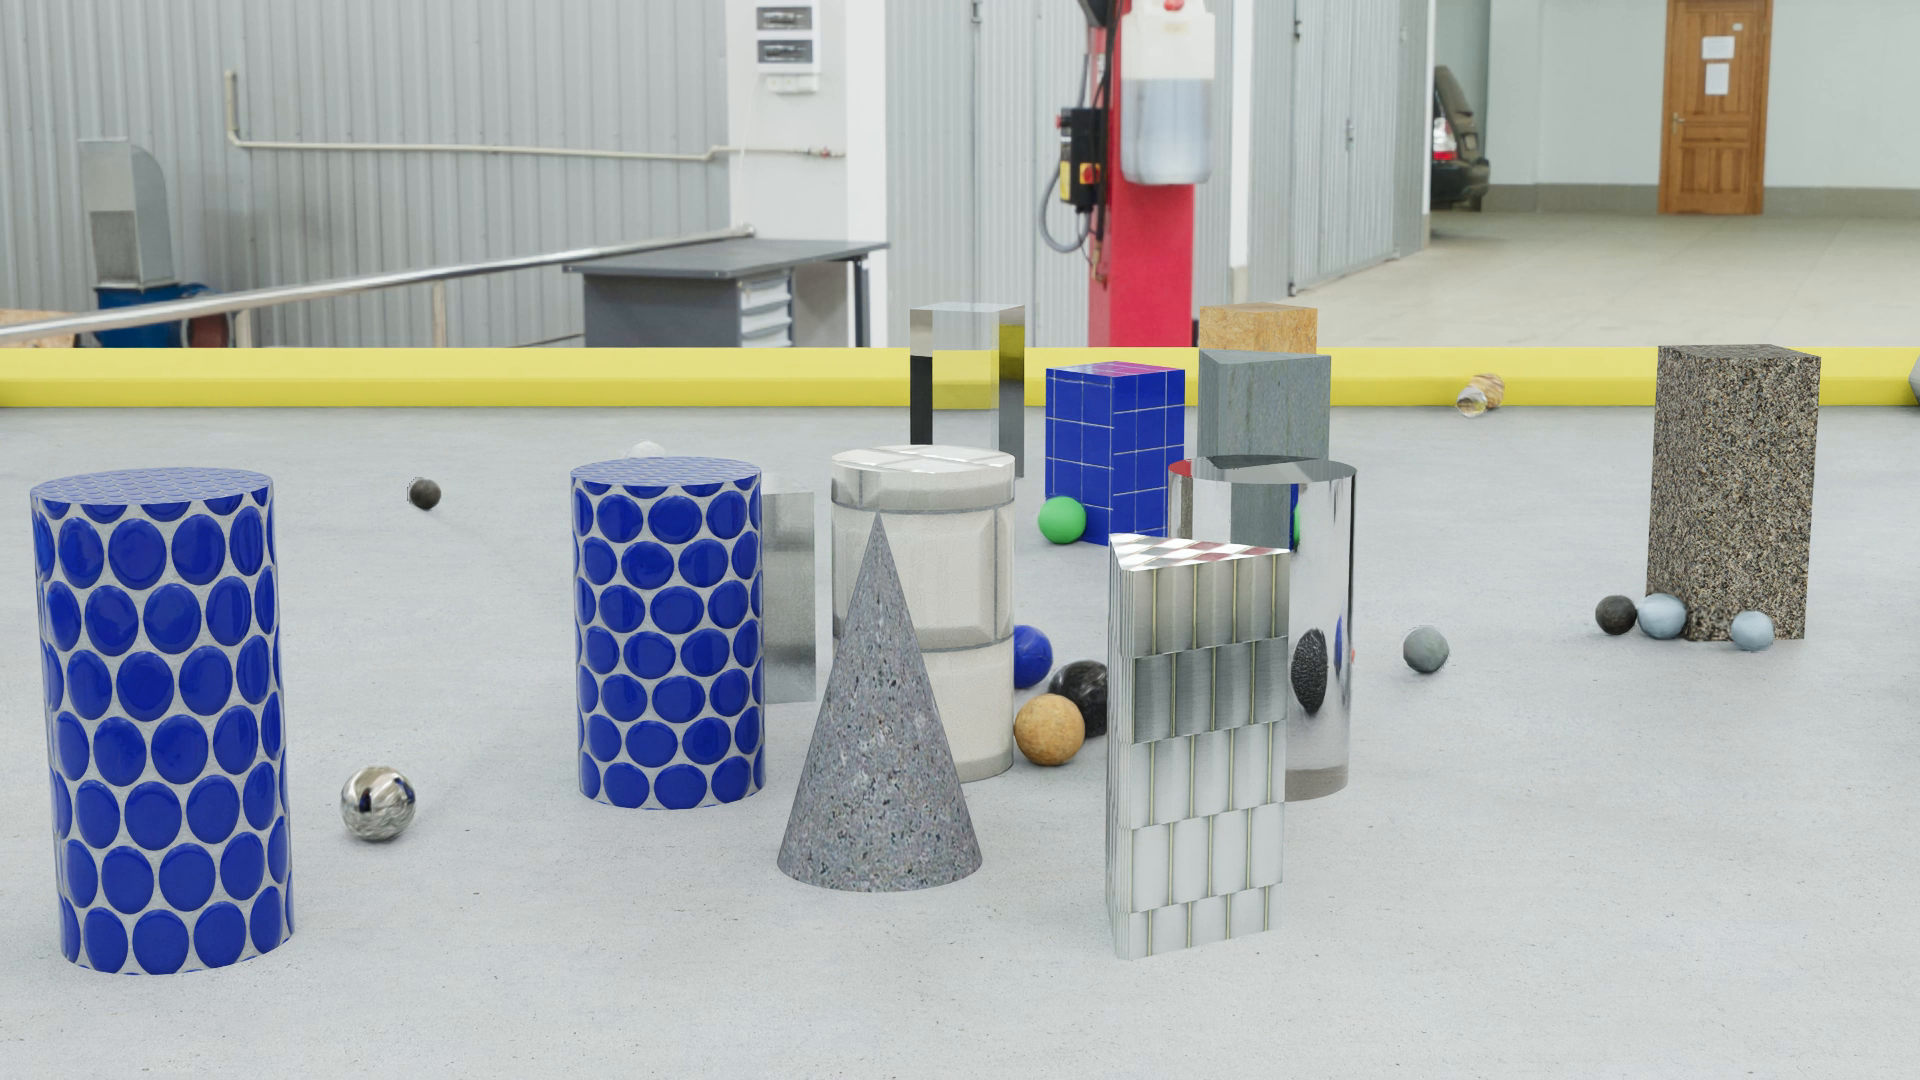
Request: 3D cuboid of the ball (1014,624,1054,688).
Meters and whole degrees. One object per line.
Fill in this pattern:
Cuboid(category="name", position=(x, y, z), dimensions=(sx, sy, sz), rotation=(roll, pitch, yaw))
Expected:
Cuboid(category="ball", position=(0.074, 0.137, 3.025), dimensions=(0.074, 0.074, 0.074), rotation=(0, 11, 0))

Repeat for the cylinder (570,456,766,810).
Cuboid(category="cylinder", position=(-0.294, 0.090, 2.596), dimensions=(0.190, 0.324, 0.190), rotation=(0, 11, 0))

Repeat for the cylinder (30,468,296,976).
Cuboid(category="cylinder", position=(-0.659, 0.145, 2.132), dimensions=(0.190, 0.386, 0.190), rotation=(0, 11, 0))

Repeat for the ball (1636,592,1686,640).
Cuboid(category="ball", position=(0.896, 0.097, 3.278), dimensions=(0.060, 0.060, 0.060), rotation=(0, 11, 0))

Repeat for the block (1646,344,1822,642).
Cuboid(category="block", position=(0.995, -0.063, 3.314), dimensions=(0.152, 0.362, 0.152), rotation=(-1, 11, -7))

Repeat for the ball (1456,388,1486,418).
Cuboid(category="ball", position=(1.063, -0.286, 5.329), dimensions=(0.063, 0.063, 0.063), rotation=(0, 11, 0))

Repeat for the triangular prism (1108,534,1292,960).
Cuboid(category="triangular prism", position=(0.168, 0.166, 2.181), dimensions=(0.165, 0.326, 0.143), rotation=(-6, 12, -30))

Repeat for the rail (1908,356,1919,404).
Cuboid(category="rail", position=(2.054, 0.030, 3.461), dimensions=(0.045, 0.123, 4.170), rotation=(0, 11, 0))

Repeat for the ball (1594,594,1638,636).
Cuboid(category="ball", position=(0.843, 0.096, 3.298), dimensions=(0.053, 0.053, 0.053), rotation=(0, 11, 0))

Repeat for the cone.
Cuboid(category="cone", position=(-0.074, 0.133, 2.344), dimensions=(0.190, 0.332, 0.190), rotation=(0, 11, 0))

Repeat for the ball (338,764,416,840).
Cuboid(category="ball", position=(-0.552, 0.249, 2.430), dimensions=(0.072, 0.072, 0.072), rotation=(0, 11, 0))

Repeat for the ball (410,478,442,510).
Cuboid(category="ball", position=(-0.881, -0.075, 4.228), dimensions=(0.051, 0.051, 0.051), rotation=(0, 11, 0))

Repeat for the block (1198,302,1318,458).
Cuboid(category="block", position=(0.548, -0.287, 4.731), dimensions=(0.152, 0.283, 0.152), rotation=(-7, 13, -34))

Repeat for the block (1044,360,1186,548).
Cuboid(category="block", position=(0.240, -0.136, 3.983), dimensions=(0.152, 0.260, 0.152), rotation=(-9, 14, -40))

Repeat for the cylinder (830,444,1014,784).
Cuboid(category="cylinder", position=(-0.038, 0.075, 2.678), dimensions=(0.190, 0.323, 0.190), rotation=(0, 11, 0))

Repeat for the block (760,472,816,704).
Cuboid(category="block", position=(-0.261, 0.056, 2.992), dimensions=(0.152, 0.245, 0.152), rotation=(-3, 11, -16))

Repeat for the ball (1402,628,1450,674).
Cuboid(category="ball", position=(0.562, 0.133, 3.097), dimensions=(0.055, 0.055, 0.055), rotation=(0, 11, 0))

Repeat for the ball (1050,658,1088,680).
Cuboid(category="ball", position=(0.134, 0.167, 2.880), dimensions=(0.069, 0.069, 0.069), rotation=(0, 11, 0))

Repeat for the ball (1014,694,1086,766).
Cuboid(category="ball", position=(0.094, 0.199, 2.691), dimensions=(0.075, 0.075, 0.075), rotation=(0, 11, 0))

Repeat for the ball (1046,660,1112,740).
Cuboid(category="ball", position=(0.138, 0.174, 2.793), dimensions=(0.087, 0.087, 0.087), rotation=(0, 11, 0))

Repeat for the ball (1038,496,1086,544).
Cuboid(category="ball", position=(0.156, -0.031, 3.926), dimensions=(0.074, 0.074, 0.074), rotation=(0, 11, 0))

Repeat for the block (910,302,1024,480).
Cuboid(category="block", position=(0.014, -0.255, 4.495), dimensions=(0.152, 0.307, 0.152), rotation=(5, 12, 24))

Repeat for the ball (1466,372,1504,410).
Cuboid(category="ball", position=(1.110, -0.314, 5.430), dimensions=(0.080, 0.080, 0.080), rotation=(0, 11, 0))

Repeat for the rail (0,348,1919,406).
Cuboid(category="rail", position=(-0.012, -0.346, 5.476), dimensions=(4.156, 0.123, 0.045), rotation=(0, 11, 0))

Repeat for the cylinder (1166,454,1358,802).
Cuboid(category="cylinder", position=(0.305, 0.086, 2.620), dimensions=(0.190, 0.322, 0.190), rotation=(0, 11, 0))

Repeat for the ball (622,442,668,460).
Cuboid(category="ball", position=(-0.540, -0.126, 4.406), dimensions=(0.086, 0.086, 0.086), rotation=(0, 11, 0))

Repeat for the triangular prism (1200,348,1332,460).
Cuboid(category="triangular prism", position=(0.333, -0.034, 3.096), dimensions=(0.165, 0.383, 0.143), rotation=(-7, 13, -33))

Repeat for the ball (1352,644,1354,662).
Cuboid(category="ball", position=(0.443, 0.136, 3.074), dimensions=(0.059, 0.059, 0.059), rotation=(0, 11, 0))

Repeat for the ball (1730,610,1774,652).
Cuboid(category="ball", position=(0.991, 0.114, 3.208), dimensions=(0.052, 0.052, 0.052), rotation=(0, 11, 0))
